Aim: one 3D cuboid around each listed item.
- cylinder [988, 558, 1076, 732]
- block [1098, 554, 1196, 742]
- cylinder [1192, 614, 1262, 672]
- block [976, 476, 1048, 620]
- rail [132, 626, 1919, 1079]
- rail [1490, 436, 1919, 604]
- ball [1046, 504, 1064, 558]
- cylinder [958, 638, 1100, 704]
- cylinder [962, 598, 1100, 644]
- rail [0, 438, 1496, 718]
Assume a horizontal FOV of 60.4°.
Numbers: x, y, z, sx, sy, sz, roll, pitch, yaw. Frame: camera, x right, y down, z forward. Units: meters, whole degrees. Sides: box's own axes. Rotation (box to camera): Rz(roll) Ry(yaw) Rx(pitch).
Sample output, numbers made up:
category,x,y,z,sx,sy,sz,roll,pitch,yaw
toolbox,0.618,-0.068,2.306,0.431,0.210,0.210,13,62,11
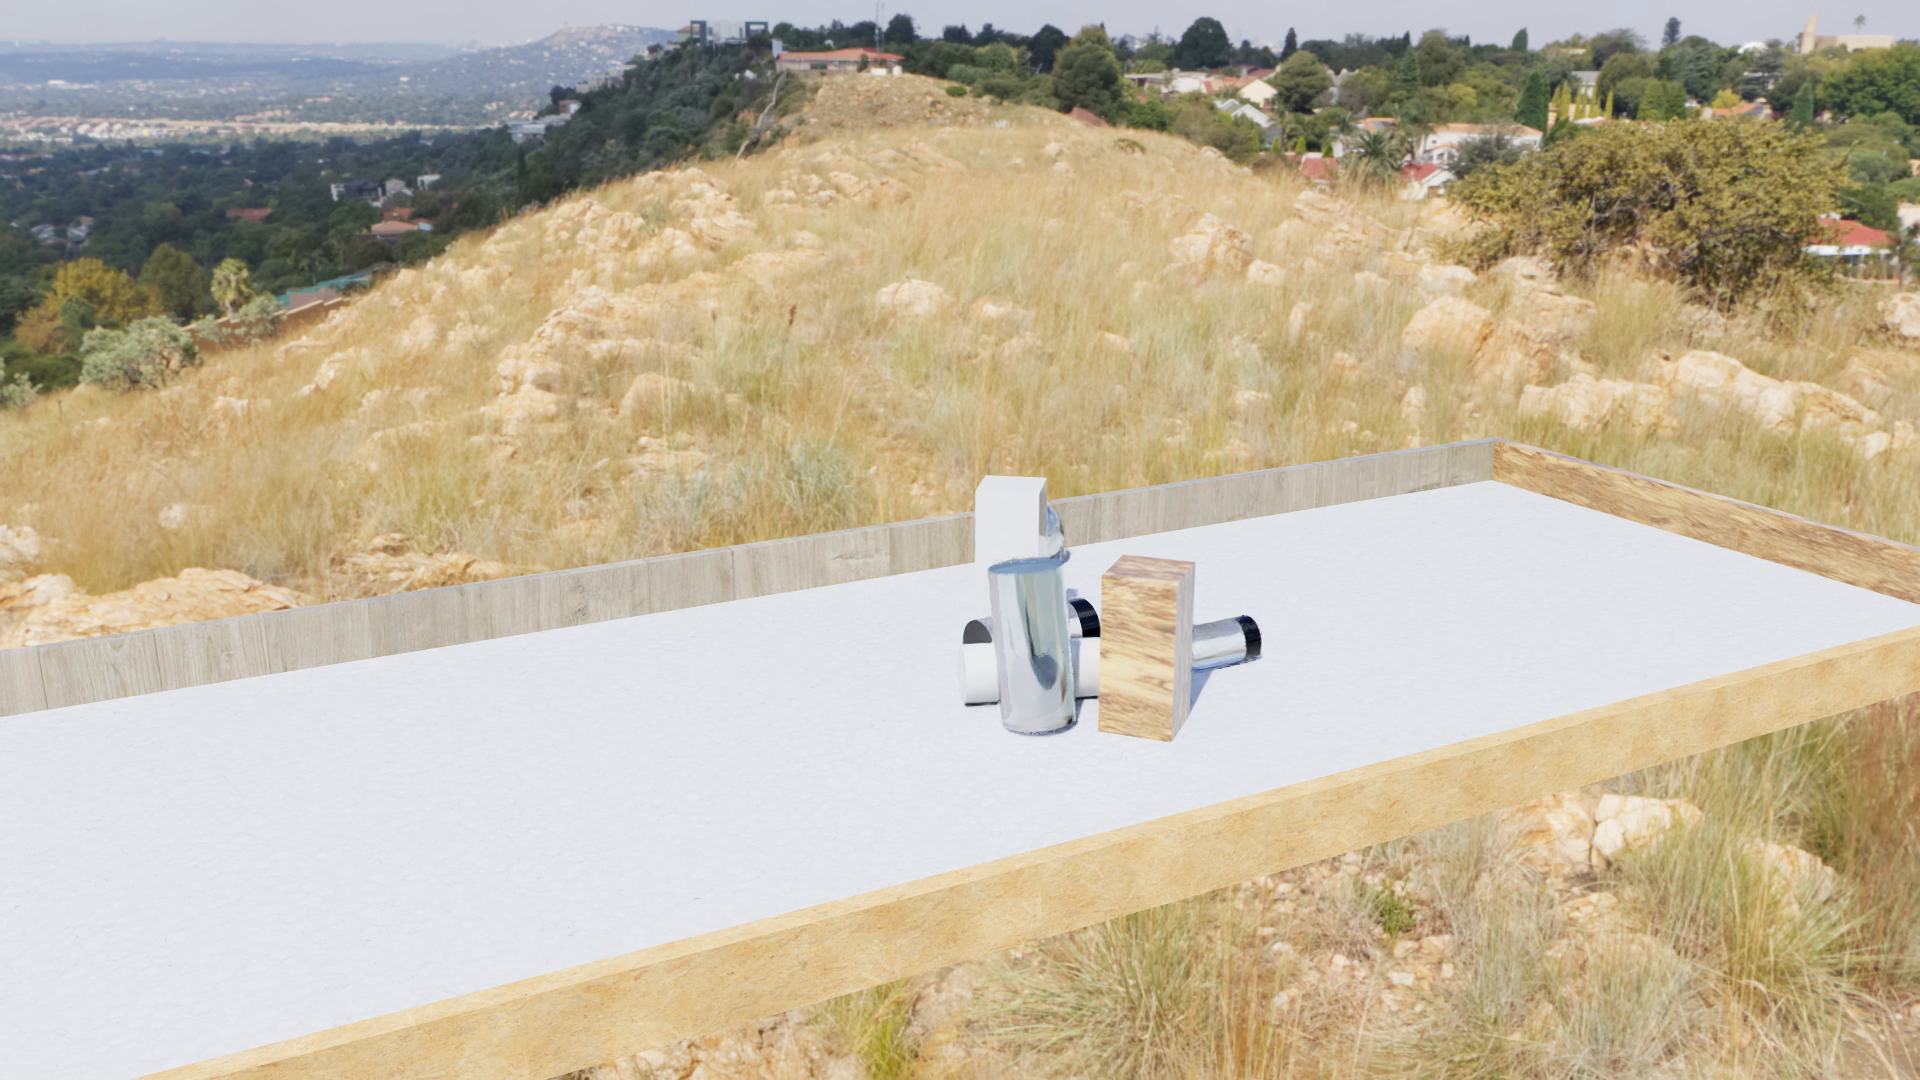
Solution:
category,x,y,z,sx,sy,sz,roll,pitch,yaw
cylinder,0.168,0.241,3.841,0.175,0.372,0.175,-5,12,1
block,0.434,0.249,3.831,0.174,0.382,0.174,6,17,20
cylinder,0.573,0.280,4.196,0.401,0.116,0.116,-9,19,-29
block,0.136,0.060,4.385,0.165,0.431,0.165,3,17,10
rail,-2.336,1.006,1.665,12.000,0.150,0.050,-9,18,-27
rail,2.466,-0.048,5.253,0.050,0.150,2.100,-9,18,-27
ball,0.218,-0.021,5.068,0.202,0.202,0.202,0,16,0
cylinder,0.200,0.316,4.025,0.395,0.143,0.143,-2,17,-8
cylinder,0.186,0.250,4.235,0.328,0.152,0.152,-11,20,-31
rail,-3.305,0.497,3.399,12.000,0.150,0.050,-9,18,-27
